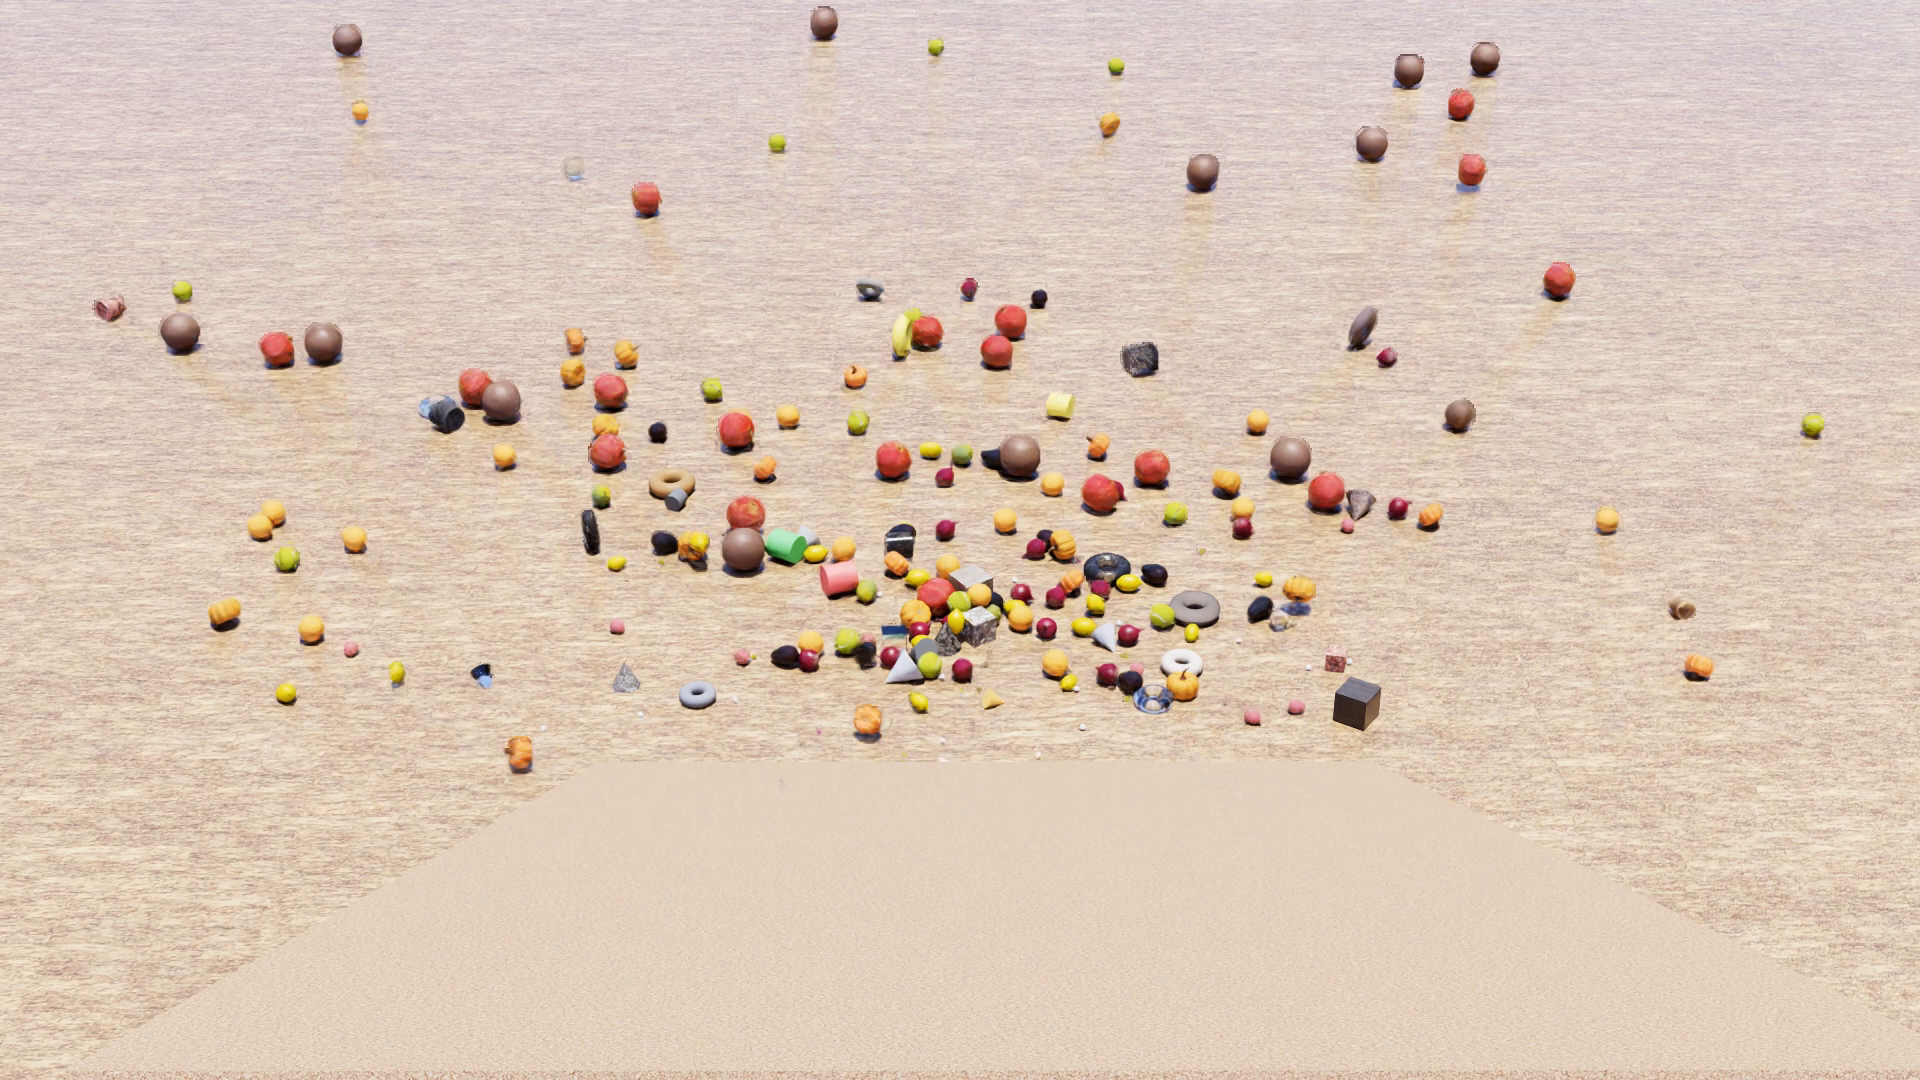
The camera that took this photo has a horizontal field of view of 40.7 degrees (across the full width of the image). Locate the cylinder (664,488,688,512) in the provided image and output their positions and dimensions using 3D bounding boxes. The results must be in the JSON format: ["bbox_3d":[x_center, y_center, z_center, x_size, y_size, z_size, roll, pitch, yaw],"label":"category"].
[{"bbox_3d":[-0.874,-0.124,7.963,0.053,0.053,0.053,11,33,18],"label":"cylinder"}]

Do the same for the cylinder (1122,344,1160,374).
[{"bbox_3d":[0.611,-0.609,8.736,0.091,0.091,0.091,-11,33,-19],"label":"cylinder"}]

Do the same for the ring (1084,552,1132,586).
[{"bbox_3d":[0.433,0.085,7.619,0.143,0.048,0.143,-1,31,1],"label":"ring"}]

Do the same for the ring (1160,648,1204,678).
[{"bbox_3d":[0.617,0.343,7.196,0.118,0.039,0.118,1,31,-1],"label":"ring"}]

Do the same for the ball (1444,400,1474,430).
[{"bbox_3d":[1.619,-0.407,8.394,0.095,0.095,0.095,0,31,0],"label":"ball"}]

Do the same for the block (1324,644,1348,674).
[{"bbox_3d":[1.046,0.330,7.202,0.054,0.054,0.054,6,31,10],"label":"block"}]

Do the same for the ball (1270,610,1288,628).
[{"bbox_3d":[0.909,0.225,7.377,0.056,0.056,0.056,0,31,0],"label":"ball"}]

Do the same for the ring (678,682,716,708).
[{"bbox_3d":[-0.716,0.422,7.070,0.103,0.034,0.103,-1,32,0],"label":"ring"}]

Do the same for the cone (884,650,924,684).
[{"bbox_3d":[-0.169,0.369,7.147,0.100,0.100,0.100,-35,38,-4],"label":"cone"}]

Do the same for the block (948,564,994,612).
[{"bbox_3d":[0.032,0.142,7.480,0.092,0.092,0.092,-19,36,-29],"label":"block"}]

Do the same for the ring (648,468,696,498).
[{"bbox_3d":[-0.896,-0.177,8.057,0.146,0.049,0.146,-1,31,1],"label":"ring"}]

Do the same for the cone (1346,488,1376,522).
[{"bbox_3d":[1.216,-0.092,7.922,0.092,0.092,0.092,10,59,16],"label":"cone"}]

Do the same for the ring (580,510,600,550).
[{"bbox_3d":[-1.105,-0.031,7.747,0.041,0.122,0.122,-12,33,-13],"label":"ring"}]

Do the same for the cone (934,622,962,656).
[{"bbox_3d":[-0.041,0.265,7.277,0.090,0.090,0.090,0,31,0],"label":"cone"}]

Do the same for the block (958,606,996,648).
[{"bbox_3d":[0.050,0.246,7.322,0.076,0.076,0.076,-19,36,-29],"label":"block"}]

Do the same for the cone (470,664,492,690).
[{"bbox_3d":[-1.310,0.387,7.133,0.065,0.065,0.065,-13,60,-21],"label":"cone"}]

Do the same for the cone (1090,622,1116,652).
[{"bbox_3d":[0.420,0.287,7.293,0.078,0.078,0.078,-14,60,-23],"label":"cone"}]

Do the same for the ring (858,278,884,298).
[{"bbox_3d":[-0.319,-0.899,9.223,0.097,0.097,0.032,9,63,14],"label":"ring"}]

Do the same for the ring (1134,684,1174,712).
[{"bbox_3d":[0.528,0.432,7.052,0.108,0.036,0.108,1,32,0],"label":"ring"}]

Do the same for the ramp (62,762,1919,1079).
[{"bbox_3d":[0.069,0.611,4.683,2.000,0.100,4.000,0,0,0],"label":"ramp"}]

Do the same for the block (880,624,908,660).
[{"bbox_3d":[-0.185,0.287,7.262,0.068,0.068,0.068,-3,31,-5],"label":"block"}]

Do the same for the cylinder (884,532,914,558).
[{"bbox_3d":[-0.182,0.015,7.707,0.077,0.077,0.077,-4,31,-7],"label":"cylinder"}]

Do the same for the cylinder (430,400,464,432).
[{"bbox_3d":[-1.665,-0.401,8.399,0.080,0.080,0.080,23,38,33],"label":"cylinder"}]

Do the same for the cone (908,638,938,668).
[{"bbox_3d":[-0.119,0.316,7.242,0.083,0.083,0.083,-30,15,-40],"label":"cone"}]

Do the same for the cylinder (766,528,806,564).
[{"bbox_3d":[-0.516,0.017,7.694,0.086,0.086,0.086,18,35,27],"label":"cylinder"}]

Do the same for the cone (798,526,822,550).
[{"bbox_3d":[-0.474,0.016,7.744,0.085,0.085,0.085,28,68,38],"label":"cone"}]

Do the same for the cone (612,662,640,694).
[{"bbox_3d":[-0.920,0.367,7.117,0.079,0.079,0.079,0,31,0],"label":"cone"}]

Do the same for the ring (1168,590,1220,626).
[{"bbox_3d":[0.674,0.196,7.432,0.149,0.050,0.149,-1,32,1],"label":"ring"}]

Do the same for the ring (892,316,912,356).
[{"bbox_3d":[-0.197,-0.695,8.838,0.046,0.138,0.138,6,31,12],"label":"ring"}]

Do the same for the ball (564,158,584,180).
[{"bbox_3d":[-1.515,-1.459,10.162,0.085,0.085,0.085,0,31,0],"label":"ball"}]

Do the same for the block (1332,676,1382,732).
[{"bbox_3d":[1.070,0.441,6.979,0.093,0.093,0.093,19,36,28],"label":"block"}]

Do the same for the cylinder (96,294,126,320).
[{"bbox_3d":[-2.985,-0.818,9.099,0.072,0.072,0.072,19,37,29],"label":"cylinder"}]

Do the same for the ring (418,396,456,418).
[{"bbox_3d":[-1.715,-0.438,8.499,0.124,0.041,0.124,0,29,0],"label":"ring"}]

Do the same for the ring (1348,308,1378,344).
[{"bbox_3d":[1.383,-0.733,8.899,0.047,0.141,0.141,38,44,20],"label":"ring"}]

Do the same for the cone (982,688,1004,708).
[{"bbox_3d":[0.099,0.437,7.053,0.056,0.056,0.056,18,24,-24],"label":"cone"}]

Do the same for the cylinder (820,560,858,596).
[{"bbox_3d":[-0.352,0.111,7.535,0.089,0.089,0.089,-11,33,-18],"label":"cylinder"}]
